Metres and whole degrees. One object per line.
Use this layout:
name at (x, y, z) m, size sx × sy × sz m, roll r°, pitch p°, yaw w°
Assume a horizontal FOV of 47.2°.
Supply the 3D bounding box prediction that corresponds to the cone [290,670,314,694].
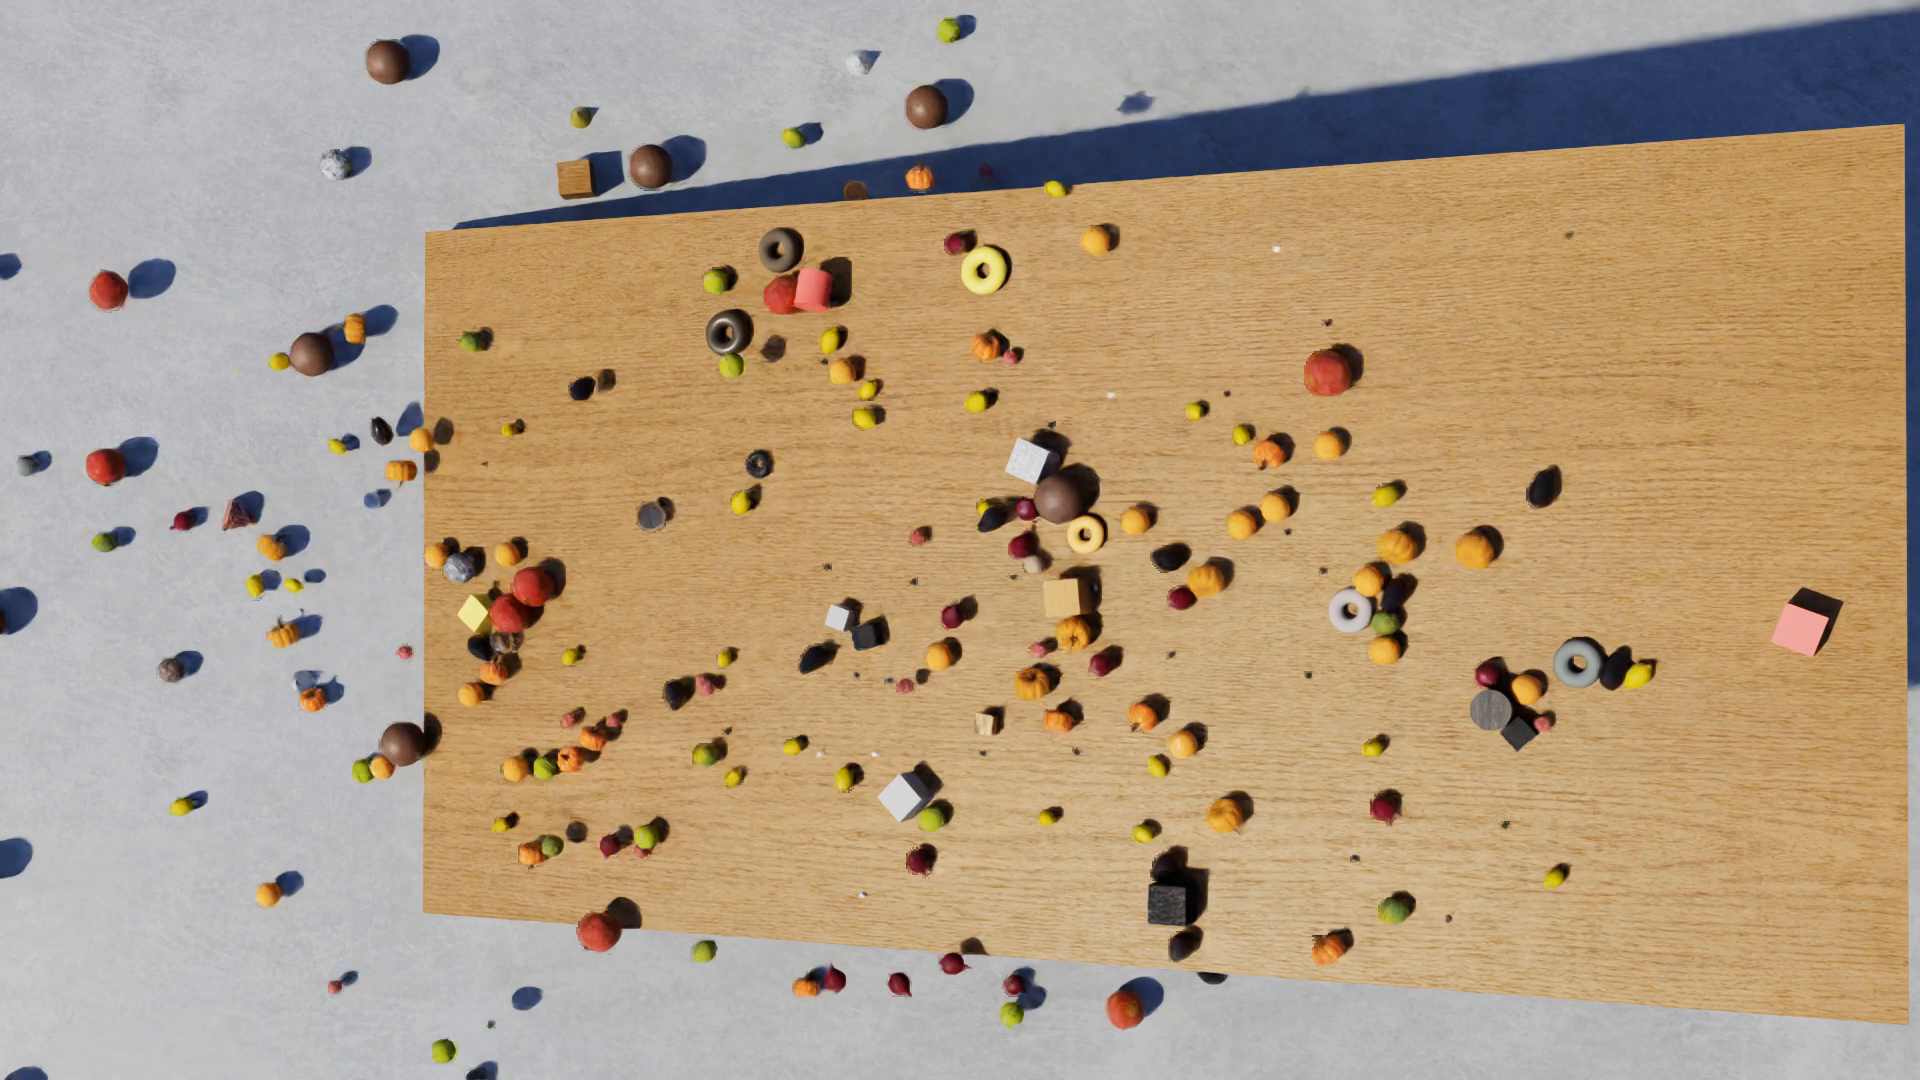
cone at (-1.956, 0.423, 6.510) m, size 0.072 × 0.072 × 0.072 m, roll 0°, pitch 89°, yaw 1°

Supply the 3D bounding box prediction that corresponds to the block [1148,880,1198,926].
block at (0.531, 0.906, 5.491) m, size 0.097 × 0.097 × 0.097 m, roll 1°, pitch 90°, yaw 23°

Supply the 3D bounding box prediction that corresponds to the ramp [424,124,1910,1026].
ramp at (0.283, 0.085, 5.715) m, size 4.000 × 0.100 × 2.000 m, roll 0°, pitch 89°, yaw 23°

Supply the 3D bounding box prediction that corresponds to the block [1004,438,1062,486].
block at (0.188, -0.200, 5.654) m, size 0.093 × 0.093 × 0.093 m, roll 25°, pitch 99°, yaw 22°

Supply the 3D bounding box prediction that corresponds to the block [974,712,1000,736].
block at (0.070, 0.478, 5.719) m, size 0.051 × 0.051 × 0.051 m, roll 7°, pitch 92°, yaw 23°

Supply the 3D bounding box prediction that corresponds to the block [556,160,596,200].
block at (-1.136, -1.067, 6.517) m, size 0.096 × 0.096 × 0.096 m, roll -5°, pitch 89°, yaw 0°

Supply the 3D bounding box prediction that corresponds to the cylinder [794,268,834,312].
cylinder at (-0.391, -0.666, 5.873) m, size 0.093 × 0.093 × 0.093 m, roll 9°, pitch 81°, yaw 0°

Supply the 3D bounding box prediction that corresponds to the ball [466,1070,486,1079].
ball at (-1.433, 1.595, 6.502) m, size 0.060 × 0.060 × 0.060 m, roll 0°, pitch 89°, yaw 0°

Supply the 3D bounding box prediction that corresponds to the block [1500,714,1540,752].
block at (1.318, 0.455, 5.178) m, size 0.060 × 0.060 × 0.060 m, roll -46°, pitch 73°, yaw 16°

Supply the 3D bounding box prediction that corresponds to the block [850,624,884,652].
block at (-0.246, 0.258, 5.853) m, size 0.060 × 0.060 × 0.060 m, roll -17°, pitch 83°, yaw 22°

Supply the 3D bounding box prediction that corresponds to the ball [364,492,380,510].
ball at (-1.746, -0.117, 6.530) m, size 0.051 × 0.051 × 0.051 m, roll 0°, pitch 89°, yaw 0°

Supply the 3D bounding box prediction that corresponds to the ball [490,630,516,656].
ball at (-1.311, 0.293, 6.302) m, size 0.075 × 0.075 × 0.075 m, roll 0°, pitch 89°, yaw 0°

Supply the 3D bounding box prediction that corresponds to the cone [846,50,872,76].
cone at (-0.300, -1.424, 6.530) m, size 0.078 × 0.078 × 0.078 m, roll 0°, pitch 89°, yaw 0°

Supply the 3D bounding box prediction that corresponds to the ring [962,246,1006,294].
ring at (0.063, -0.703, 5.742) m, size 0.127 × 0.042 × 0.127 m, roll -1°, pitch 88°, yaw 24°

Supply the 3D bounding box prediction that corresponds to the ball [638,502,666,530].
ball at (-0.858, -0.067, 6.110) m, size 0.078 × 0.078 × 0.078 m, roll 0°, pitch 89°, yaw 0°

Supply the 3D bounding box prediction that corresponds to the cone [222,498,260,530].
cone at (-2.128, -0.063, 6.530) m, size 0.099 × 0.099 × 0.099 m, roll 17°, pitch 89°, yaw -26°

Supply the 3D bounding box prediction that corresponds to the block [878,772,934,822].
block at (-0.141, 0.675, 5.787) m, size 0.090 × 0.090 × 0.090 m, roll -47°, pitch 73°, yaw 16°

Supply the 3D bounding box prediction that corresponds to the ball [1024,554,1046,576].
ball at (0.194, 0.064, 5.668) m, size 0.056 × 0.056 × 0.056 m, roll 0°, pitch 89°, yaw 0°

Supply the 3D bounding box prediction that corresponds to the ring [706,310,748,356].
ring at (-0.640, -0.567, 6.042) m, size 0.129 × 0.043 × 0.129 m, roll -1°, pitch 88°, yaw 25°

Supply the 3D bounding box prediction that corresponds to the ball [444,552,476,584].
ball at (-1.444, 0.081, 6.354) m, size 0.090 × 0.090 × 0.090 m, roll 0°, pitch 89°, yaw 0°

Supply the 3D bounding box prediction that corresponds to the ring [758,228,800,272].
ring at (-0.493, -0.787, 5.983) m, size 0.121 × 0.040 × 0.121 m, roll 0°, pitch 91°, yaw 23°

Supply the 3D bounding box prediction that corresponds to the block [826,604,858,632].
block at (-0.316, 0.208, 5.885) m, size 0.057 × 0.057 × 0.057 m, roll 20°, pitch 97°, yaw 22°

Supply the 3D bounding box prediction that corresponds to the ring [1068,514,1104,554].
ring at (0.322, -0.014, 5.627) m, size 0.101 × 0.034 × 0.101 m, roll 0°, pitch 90°, yaw 23°

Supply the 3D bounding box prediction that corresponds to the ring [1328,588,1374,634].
ring at (0.952, 0.171, 5.351) m, size 0.112 × 0.037 × 0.112 m, roll -1°, pitch 88°, yaw 25°

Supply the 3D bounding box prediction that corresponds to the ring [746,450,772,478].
ring at (-0.550, -0.206, 6.008) m, size 0.079 × 0.026 × 0.079 m, roll 0°, pitch 91°, yaw 24°

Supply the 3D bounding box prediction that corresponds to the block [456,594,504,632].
block at (-1.380, 0.211, 6.332) m, size 0.077 × 0.077 × 0.077 m, roll 42°, pitch 105°, yaw 18°

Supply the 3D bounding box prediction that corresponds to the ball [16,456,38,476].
ball at (-2.770, -0.219, 6.524) m, size 0.061 × 0.061 × 0.061 m, roll 0°, pitch 89°, yaw 0°

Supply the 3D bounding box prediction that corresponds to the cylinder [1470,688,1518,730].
cylinder at (1.259, 0.399, 5.184) m, size 0.096 × 0.096 × 0.096 m, roll 0°, pitch 89°, yaw 23°

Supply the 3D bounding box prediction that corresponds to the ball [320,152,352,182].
ball at (-1.851, -1.108, 6.521) m, size 0.088 × 0.088 × 0.088 m, roll 0°, pitch 89°, yaw 0°

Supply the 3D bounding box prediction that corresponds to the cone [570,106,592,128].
cone at (-1.133, -1.262, 6.534) m, size 0.066 × 0.066 × 0.066 m, roll 0°, pitch 89°, yaw 0°

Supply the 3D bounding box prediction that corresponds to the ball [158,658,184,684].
ball at (-2.335, 0.386, 6.509) m, size 0.077 × 0.077 × 0.077 m, roll 0°, pitch 89°, yaw 0°

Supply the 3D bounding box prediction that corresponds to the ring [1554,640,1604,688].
ring at (1.444, 0.289, 5.138) m, size 0.115 × 0.038 × 0.115 m, roll -1°, pitch 87°, yaw 24°

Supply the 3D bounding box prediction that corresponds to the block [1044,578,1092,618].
block at (0.275, 0.147, 5.613) m, size 0.092 × 0.092 × 0.092 m, roll -6°, pitch 87°, yaw 23°

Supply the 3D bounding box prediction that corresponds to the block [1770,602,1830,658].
block at (1.881, 0.200, 4.921) m, size 0.094 × 0.094 × 0.094 m, roll 22°, pitch 98°, yaw 22°
